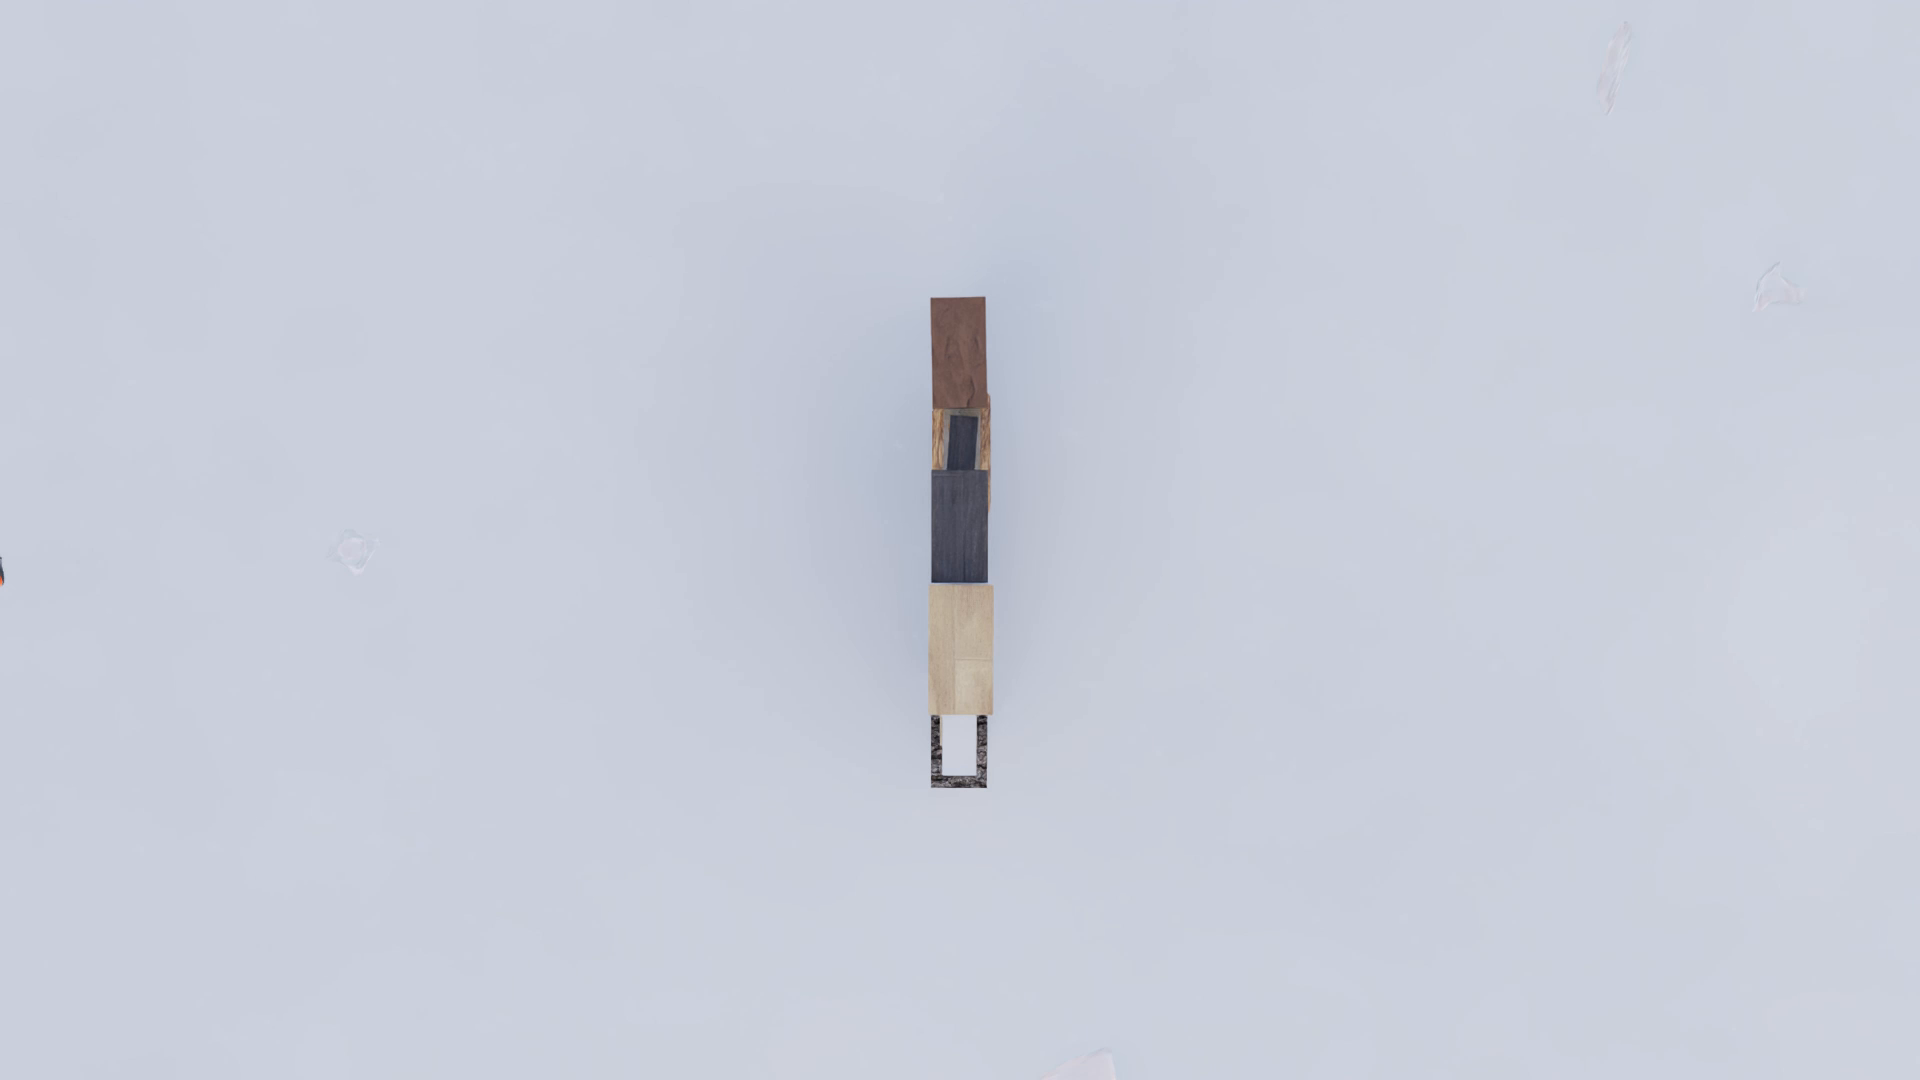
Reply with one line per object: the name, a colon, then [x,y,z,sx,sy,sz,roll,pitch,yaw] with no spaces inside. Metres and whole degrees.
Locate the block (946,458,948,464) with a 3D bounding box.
block: [0.002,-0.214,4.607,0.077,0.153,0.022,2,90,0]

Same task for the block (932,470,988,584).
block: [-0.001,-0.035,4.295,0.147,0.042,0.293,0,90,0]

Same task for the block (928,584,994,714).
block: [0.002,0.282,4.253,0.167,0.047,0.333,0,90,0]

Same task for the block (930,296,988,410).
block: [-0.003,-0.495,4.372,0.146,0.041,0.292,-1,90,0]

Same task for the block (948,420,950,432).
block: [0.006,-0.316,4.608,0.077,0.153,0.022,0,90,0]

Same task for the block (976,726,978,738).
block: [-0.003,0.548,4.831,0.104,0.258,0.029,0,90,0]

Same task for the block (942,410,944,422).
block: [0.003,-0.354,4.819,0.105,0.210,0.030,1,90,0]

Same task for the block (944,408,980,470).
block: [0.005,-0.285,4.699,0.105,0.030,0.210,0,90,0]

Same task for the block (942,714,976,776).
block: [-0.002,0.545,4.476,0.092,0.026,0.184,0,90,0]

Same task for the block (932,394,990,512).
block: [0.004,-0.259,4.948,0.175,0.050,0.350,0,90,0]

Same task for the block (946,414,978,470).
block: [0.007,-0.263,4.520,0.076,0.022,0.153,4,90,0]

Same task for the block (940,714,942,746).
block: [-0.005,0.479,4.688,0.104,0.029,0.208,0,90,0]

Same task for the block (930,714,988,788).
block: [-0.002,0.576,4.985,0.170,0.048,0.340,0,90,0]
